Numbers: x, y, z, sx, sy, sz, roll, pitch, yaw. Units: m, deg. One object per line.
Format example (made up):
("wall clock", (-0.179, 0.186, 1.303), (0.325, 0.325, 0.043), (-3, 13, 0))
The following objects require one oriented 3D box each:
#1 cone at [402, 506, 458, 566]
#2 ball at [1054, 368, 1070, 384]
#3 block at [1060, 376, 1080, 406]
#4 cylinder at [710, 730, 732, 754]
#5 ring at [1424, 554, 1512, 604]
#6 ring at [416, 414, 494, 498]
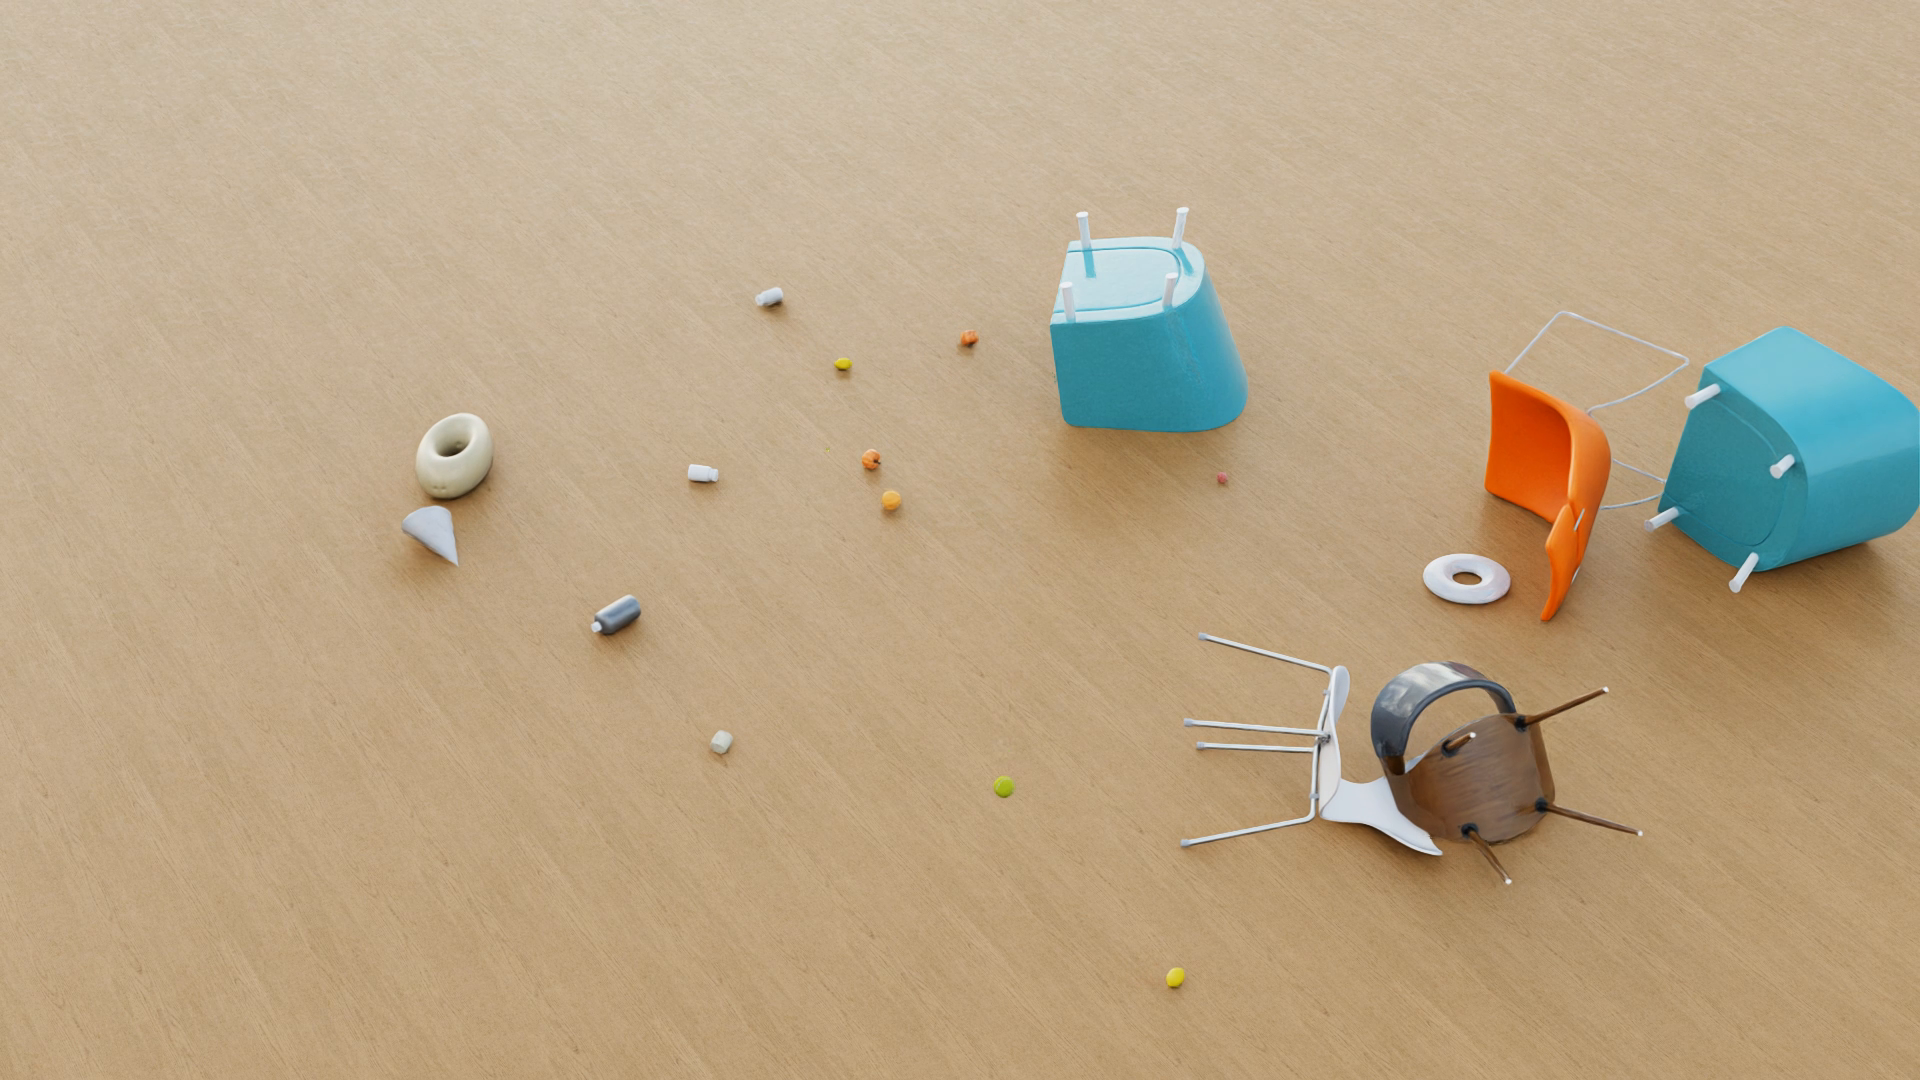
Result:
("cone", (-1.915, 0.014, 10.844), (0.234, 0.158, 0.238), (51, 21, 24))
("ball", (0.411, -0.663, 11.893), (0.064, 0.064, 0.064), (0, 33, 0))
("block", (0.439, -0.596, 11.756), (0.066, 0.102, 0.038), (-11, 35, -16))
("cylinder", (-0.805, 0.680, 9.876), (0.059, 0.037, 0.071), (27, 37, 2))
("ring", (1.849, 0.141, 10.690), (0.322, 0.045, 0.315), (-13, 35, -20))
("ring", (-1.948, -0.325, 11.298), (0.284, 0.158, 0.497), (2, 33, 5))
